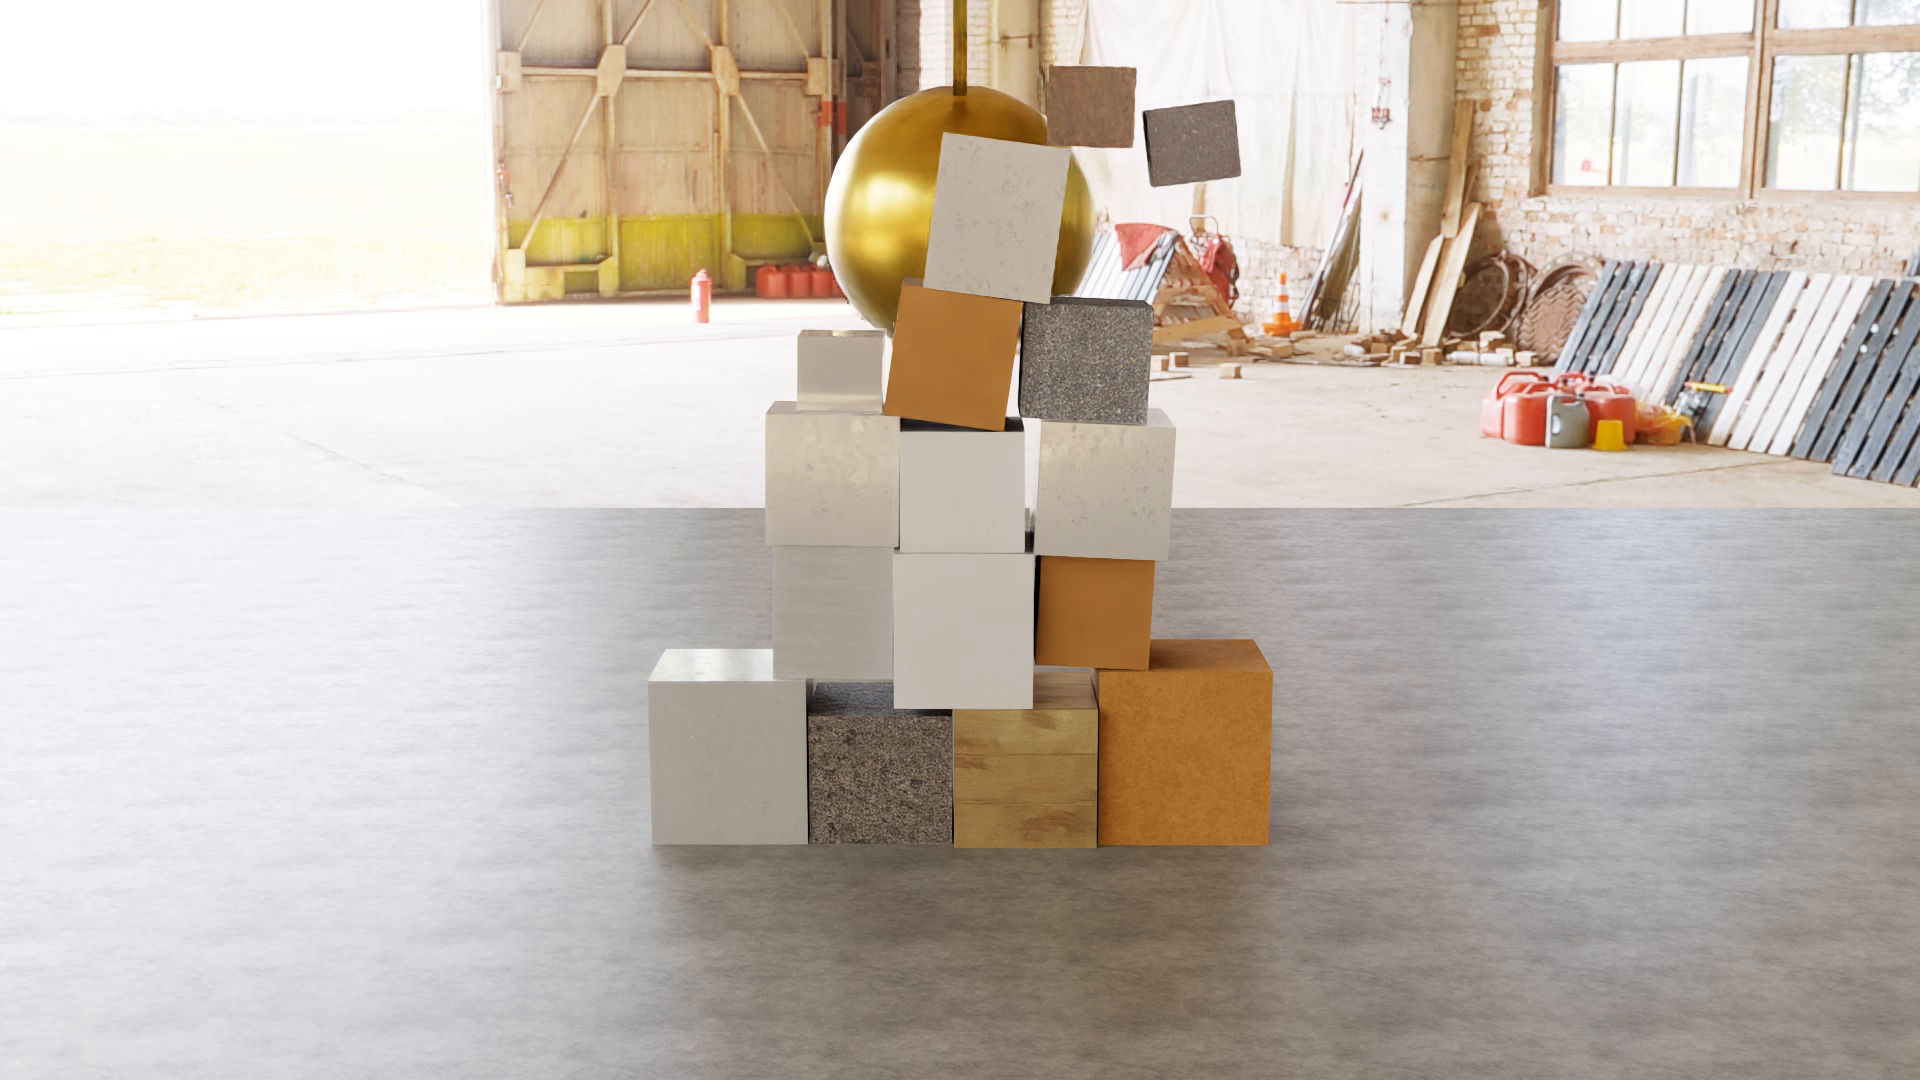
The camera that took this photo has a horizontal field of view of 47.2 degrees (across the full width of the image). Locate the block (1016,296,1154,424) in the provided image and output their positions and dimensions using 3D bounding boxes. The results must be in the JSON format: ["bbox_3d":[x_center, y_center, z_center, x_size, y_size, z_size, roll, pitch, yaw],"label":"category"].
[{"bbox_3d":[0.619,-0.914,11.018,0.625,0.564,0.575,3,10,0],"label":"block"}]

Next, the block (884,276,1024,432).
[{"bbox_3d":[-0.035,-0.939,11.004,0.595,0.641,0.625,8,10,-2],"label":"block"}]

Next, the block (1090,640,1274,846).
[{"bbox_3d":[1.126,1.033,11.378,0.861,0.897,0.737,0,10,0],"label":"block"}]

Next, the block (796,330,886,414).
[{"bbox_3d":[-0.593,-0.849,11.028,0.421,0.376,0.405,1,10,0],"label":"block"}]

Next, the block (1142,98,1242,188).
[{"bbox_3d":[1.136,-1.952,10.824,0.427,0.372,0.413,-7,10,3],"label":"block"}]

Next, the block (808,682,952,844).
[{"bbox_3d":[-0.400,1.147,11.405,0.718,0.664,0.702,0,10,0],"label":"block"}]

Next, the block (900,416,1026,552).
[{"bbox_3d":[0.012,-0.290,11.117,0.614,0.596,0.637,0,10,0],"label":"block"}]

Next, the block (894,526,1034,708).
[{"bbox_3d":[0.017,0.385,11.257,0.691,0.782,0.784,0,10,0],"label":"block"}]

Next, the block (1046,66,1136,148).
[{"bbox_3d":[0.639,-2.124,10.804,0.423,0.383,0.438,2,10,2],"label":"block"}]

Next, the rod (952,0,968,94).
[{"bbox_3d":[0.000,-4.792,11.223,0.080,5.200,0.080,0,31,0],"label":"rod"}]

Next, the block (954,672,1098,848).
[{"bbox_3d":[0.328,1.126,11.368,0.716,0.716,0.780,0,10,0],"label":"block"}]

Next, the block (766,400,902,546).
[{"bbox_3d":[-0.630,-0.342,11.106,0.660,0.652,0.556,1,10,0],"label":"block"}]

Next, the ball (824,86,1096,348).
[{"bbox_3d":[0.000,-1.863,12.950,1.600,1.600,1.600,0,10,0],"label":"ball"}]

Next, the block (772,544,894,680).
[{"bbox_3d":[-0.633,0.309,11.241,0.599,0.678,0.566,1,10,0],"label":"block"}]

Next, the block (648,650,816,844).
[{"bbox_3d":[-1.163,1.058,11.378,0.788,0.848,0.701,0,10,0],"label":"block"}]

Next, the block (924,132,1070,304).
[{"bbox_3d":[0.177,-1.605,10.904,0.615,0.744,0.715,7,10,-1],"label":"block"}]

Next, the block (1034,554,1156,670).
[{"bbox_3d":[0.671,0.300,11.226,0.566,0.574,0.616,3,10,0],"label":"block"}]

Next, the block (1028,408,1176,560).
[{"bbox_3d":[0.707,-0.307,11.124,0.659,0.659,0.791,3,10,0],"label":"block"}]
